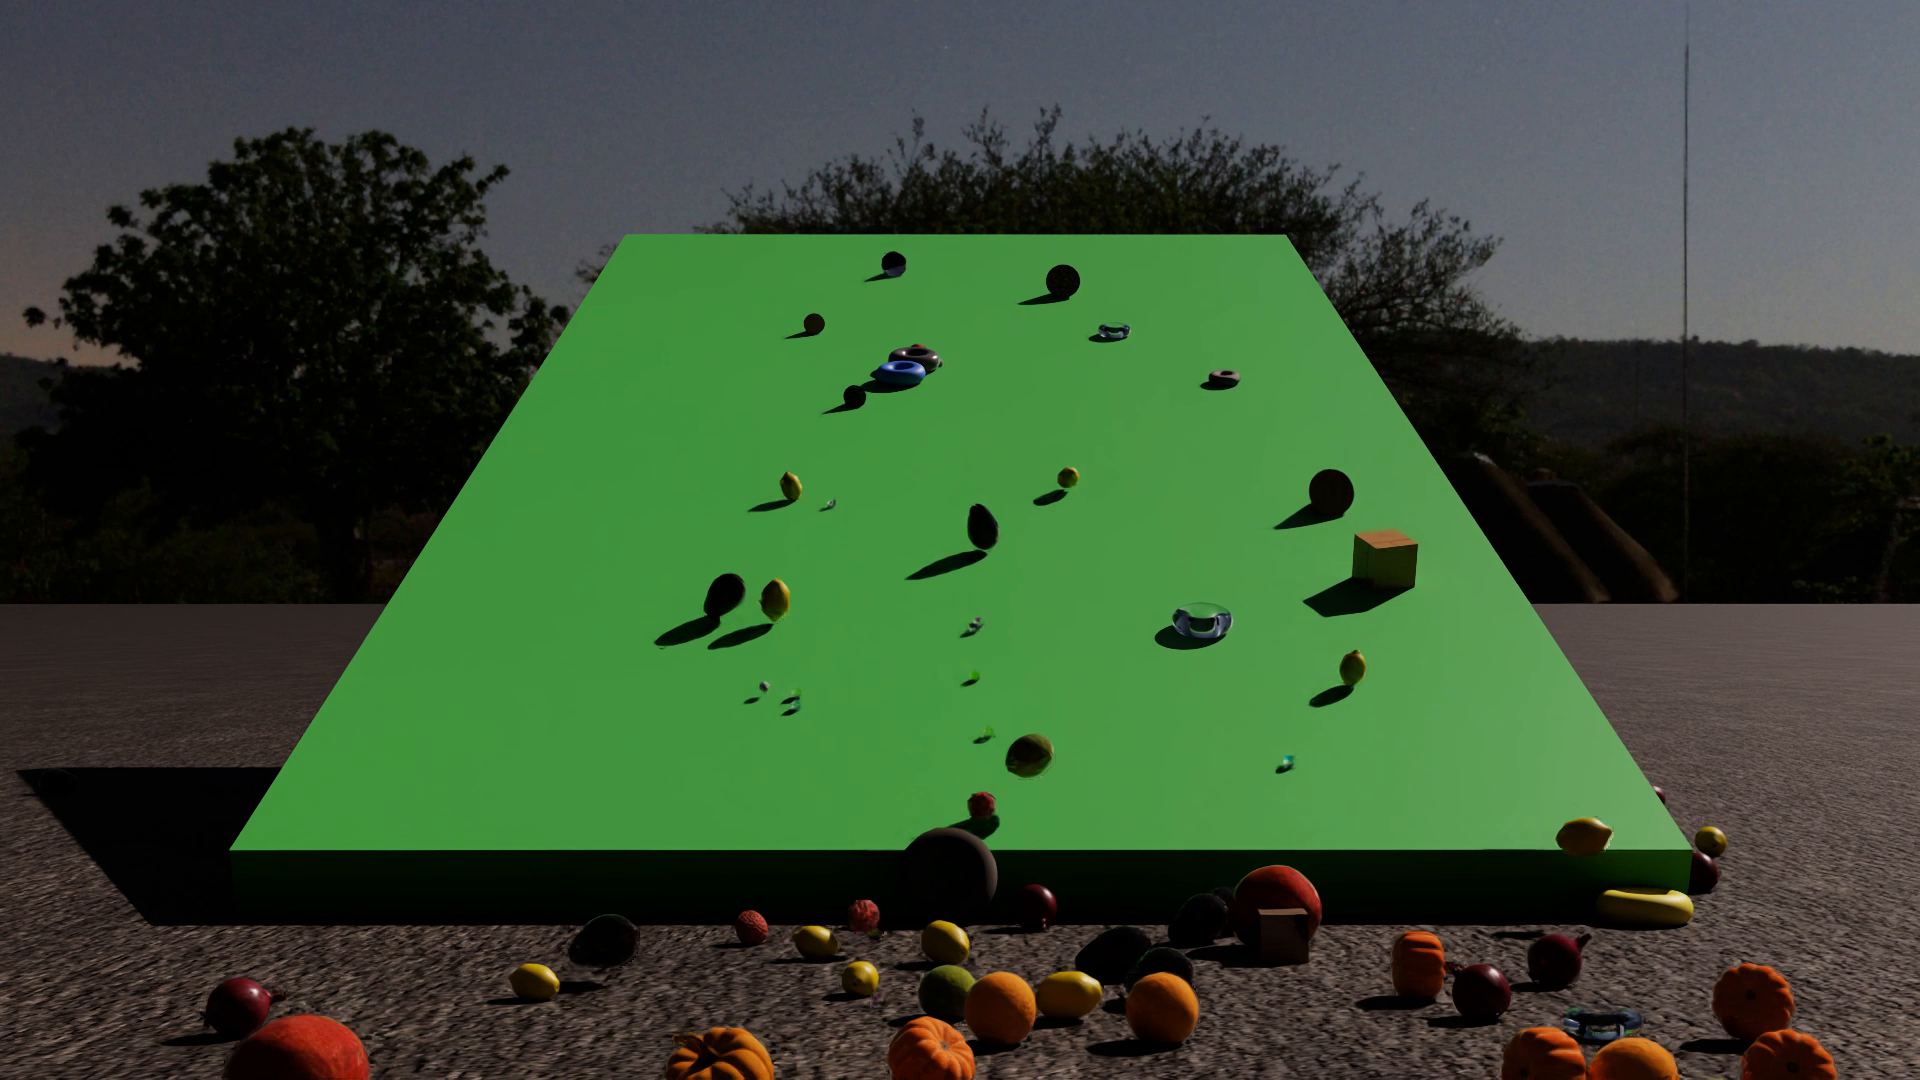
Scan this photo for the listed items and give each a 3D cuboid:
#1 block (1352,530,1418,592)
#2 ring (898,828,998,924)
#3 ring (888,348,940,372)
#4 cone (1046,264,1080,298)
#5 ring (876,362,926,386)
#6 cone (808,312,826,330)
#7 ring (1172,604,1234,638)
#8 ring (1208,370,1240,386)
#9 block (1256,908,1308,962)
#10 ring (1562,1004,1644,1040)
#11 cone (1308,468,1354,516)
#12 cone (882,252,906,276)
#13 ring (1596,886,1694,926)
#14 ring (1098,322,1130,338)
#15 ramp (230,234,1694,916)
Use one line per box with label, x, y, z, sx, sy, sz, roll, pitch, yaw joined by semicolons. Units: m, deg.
block;0.760;0.037;4.051;0.082;0.082;0.082;-6;21;-17
ring;-0.017;0.453;3.053;0.135;0.135;0.045;0;-26;-3
ring;-0.110;-0.430;5.410;0.126;0.042;0.126;1;20;0
cone;0.281;-0.692;6.143;0.092;0.092;0.092;0;-7;4
ring;-0.139;-0.390;5.302;0.116;0.039;0.116;-1;20;0
cone;-0.372;-0.544;5.753;0.054;0.054;0.054;1;-34;-26
ring;0.411;0.137;3.841;0.105;0.035;0.105;-1;21;0
ring;0.619;-0.379;5.296;0.075;0.025;0.075;-1;20;0
block;0.391;0.479;2.743;0.057;0.057;0.057;0;-1;3
ring;0.644;0.483;2.265;0.078;0.026;0.078;-1;-2;0
cone;0.716;-0.087;4.457;0.092;0.092;0.092;0;-7;-10
cone;-0.194;-0.766;6.359;0.072;0.072;0.072;0;-8;-15
ring;0.924;0.495;3.055;0.127;0.042;0.127;1;-1;0
ring;0.390;-0.529;5.710;0.083;0.028;0.083;1;19;0
ramp;-0.005;-0.204;4.990;2.000;0.100;4.000;0;20;0
